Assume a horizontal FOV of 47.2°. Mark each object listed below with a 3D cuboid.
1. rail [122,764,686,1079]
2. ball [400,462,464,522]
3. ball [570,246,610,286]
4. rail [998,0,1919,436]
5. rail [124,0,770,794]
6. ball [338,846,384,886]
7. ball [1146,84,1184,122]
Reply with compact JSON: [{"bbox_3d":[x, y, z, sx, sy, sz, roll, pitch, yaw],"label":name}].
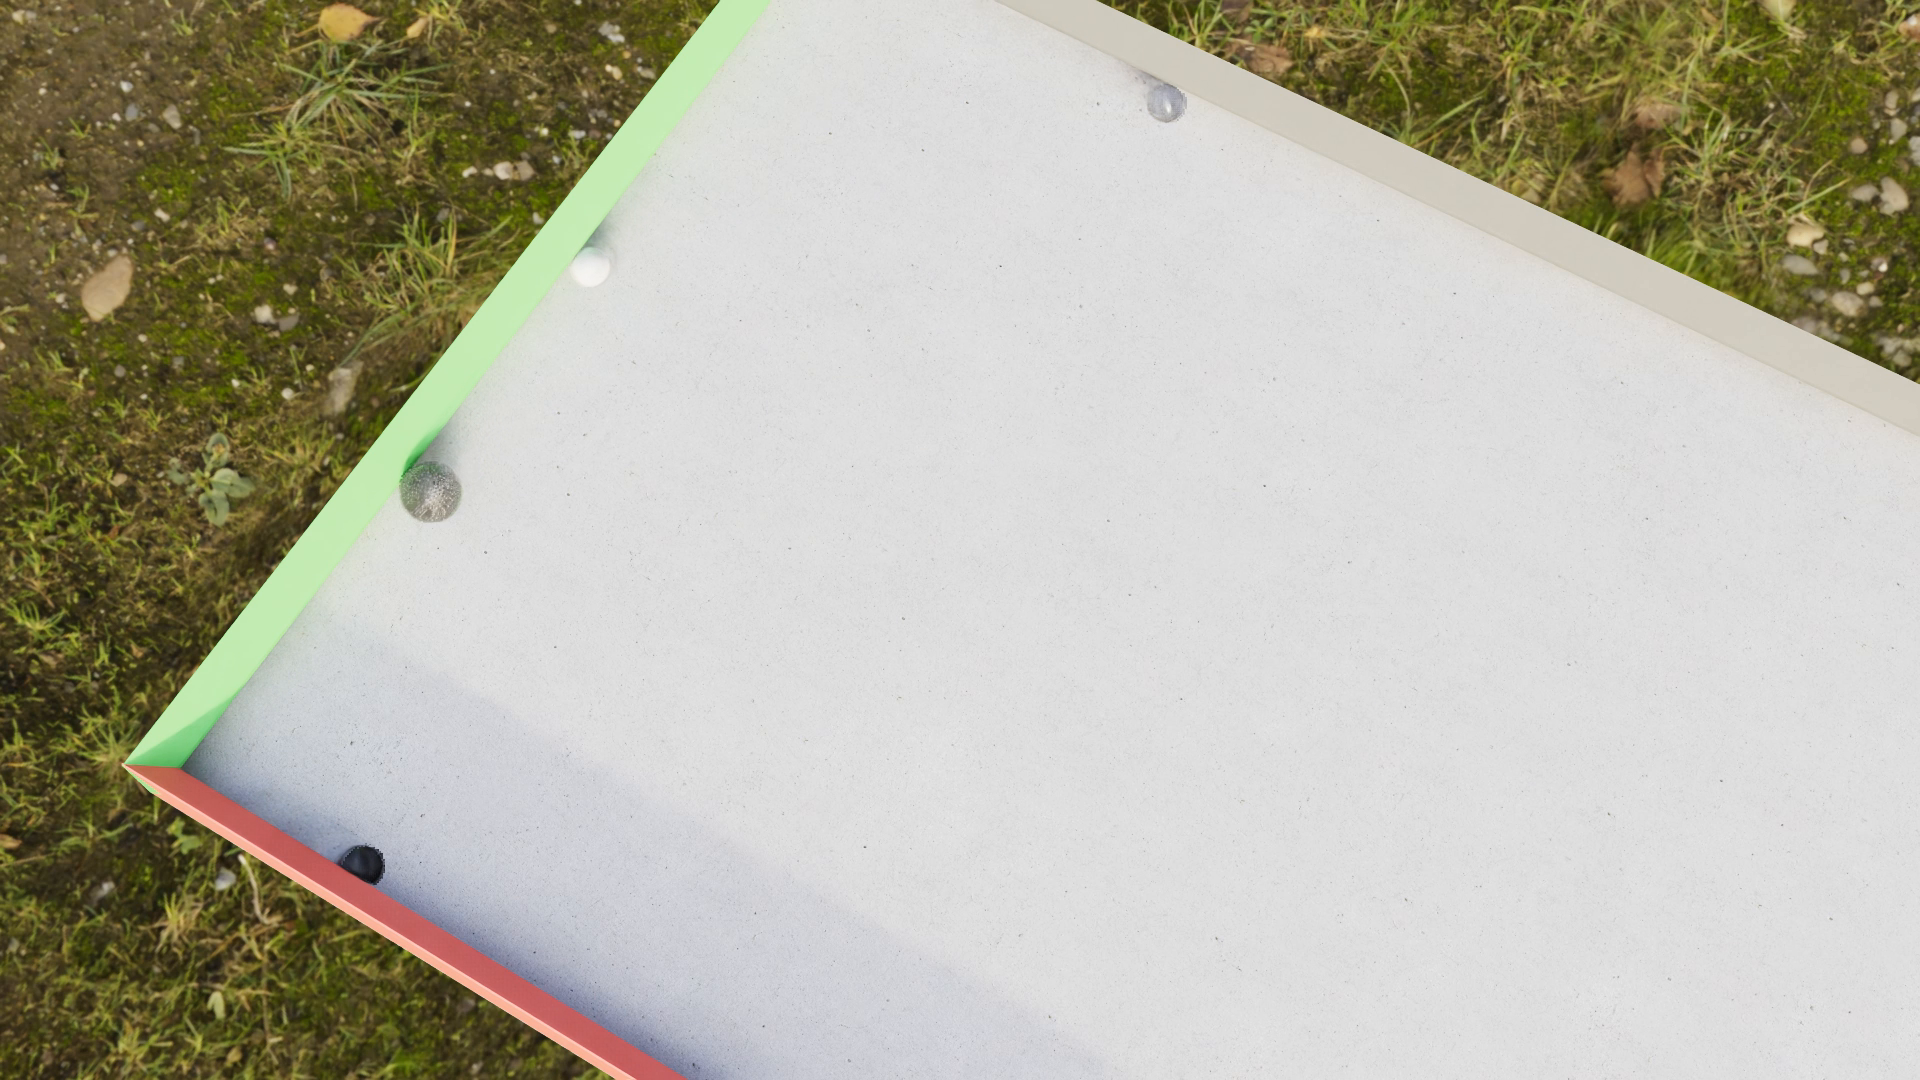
[{"bbox_3d":[0.266,1.152,2.996,3.505,0.129,0.045,28,68,12],"label":"rail"},{"bbox_3d":[-0.859,-0.078,3.575,0.099,0.099,0.099,0,65,0],"label":"ball"},{"bbox_3d":[-0.633,-0.469,3.772,0.067,0.067,0.067,0,65,0],"label":"ball"},{"bbox_3d":[1.246,-0.368,3.691,3.505,0.129,0.045,28,68,12],"label":"rail"},{"bbox_3d":[-0.735,-0.403,3.707,0.045,0.129,1.984,28,68,12],"label":"rail"},{"bbox_3d":[-0.908,0.495,3.332,0.065,0.065,0.065,0,65,0],"label":"ball"},{"bbox_3d":[0.366,-0.777,3.912,0.068,0.068,0.068,0,65,0],"label":"ball"}]
